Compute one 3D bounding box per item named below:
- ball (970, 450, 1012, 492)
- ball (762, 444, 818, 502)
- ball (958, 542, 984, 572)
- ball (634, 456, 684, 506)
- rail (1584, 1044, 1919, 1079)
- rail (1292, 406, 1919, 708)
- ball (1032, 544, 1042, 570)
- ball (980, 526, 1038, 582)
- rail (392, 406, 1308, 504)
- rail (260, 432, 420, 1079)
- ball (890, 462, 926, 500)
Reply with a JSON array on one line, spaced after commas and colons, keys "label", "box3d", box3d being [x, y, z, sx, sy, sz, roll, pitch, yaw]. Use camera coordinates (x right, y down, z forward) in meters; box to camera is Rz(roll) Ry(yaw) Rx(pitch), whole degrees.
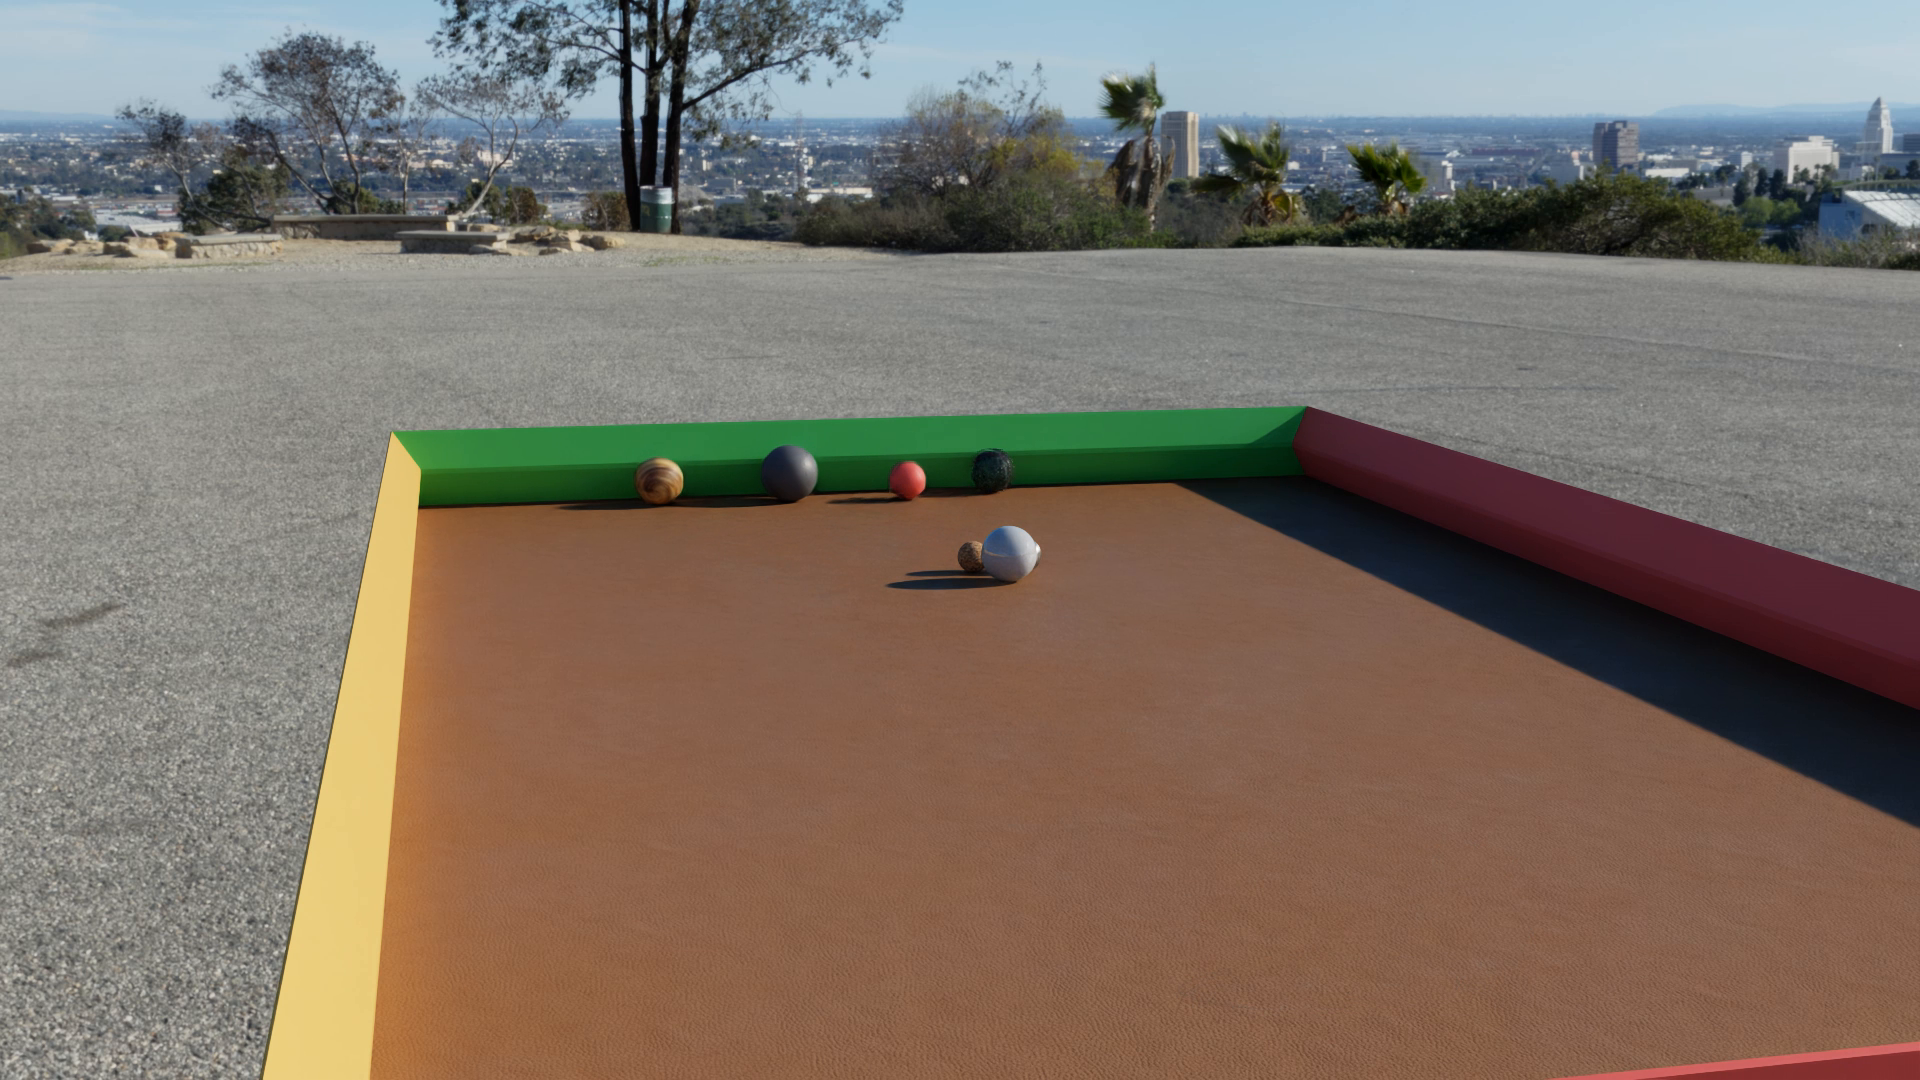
[{"label": "ball", "box3d": [0.054, -0.116, 3.721, 0.072, 0.072, 0.072, 0, 10, 0]}, {"label": "ball", "box3d": [-0.281, -0.110, 3.626, 0.093, 0.093, 0.093, 0, 10, 0]}, {"label": "ball", "box3d": [0.018, 0.023, 3.024, 0.043, 0.043, 0.043, 0, 10, 0]}, {"label": "ball", "box3d": [-0.491, -0.097, 3.591, 0.079, 0.079, 0.079, 0, 10, 0]}, {"label": "rail", "box3d": [0.451, 0.317, 1.154, 1.581, 0.121, 0.045, -2, 10, -13]}, {"label": "rail", "box3d": [0.899, 0.057, 2.607, 0.045, 0.121, 2.724, -2, 10, -13]}, {"label": "ball", "box3d": [0.089, 0.021, 3.028, 0.047, 0.047, 0.047, 0, 10, 0]}, {"label": "ball", "box3d": [0.066, 0.019, 2.956, 0.076, 0.076, 0.076, 0, 10, 0]}, {"label": "rail", "box3d": [-0.147, -0.143, 3.722, 1.581, 0.121, 0.045, -2, 10, -13]}, {"label": "rail", "box3d": [-0.596, 0.117, 2.270, 0.045, 0.121, 2.724, -2, 10, -13]}, {"label": "ball", "box3d": [-0.087, -0.098, 3.648, 0.061, 0.061, 0.061, 0, 10, 0]}]
